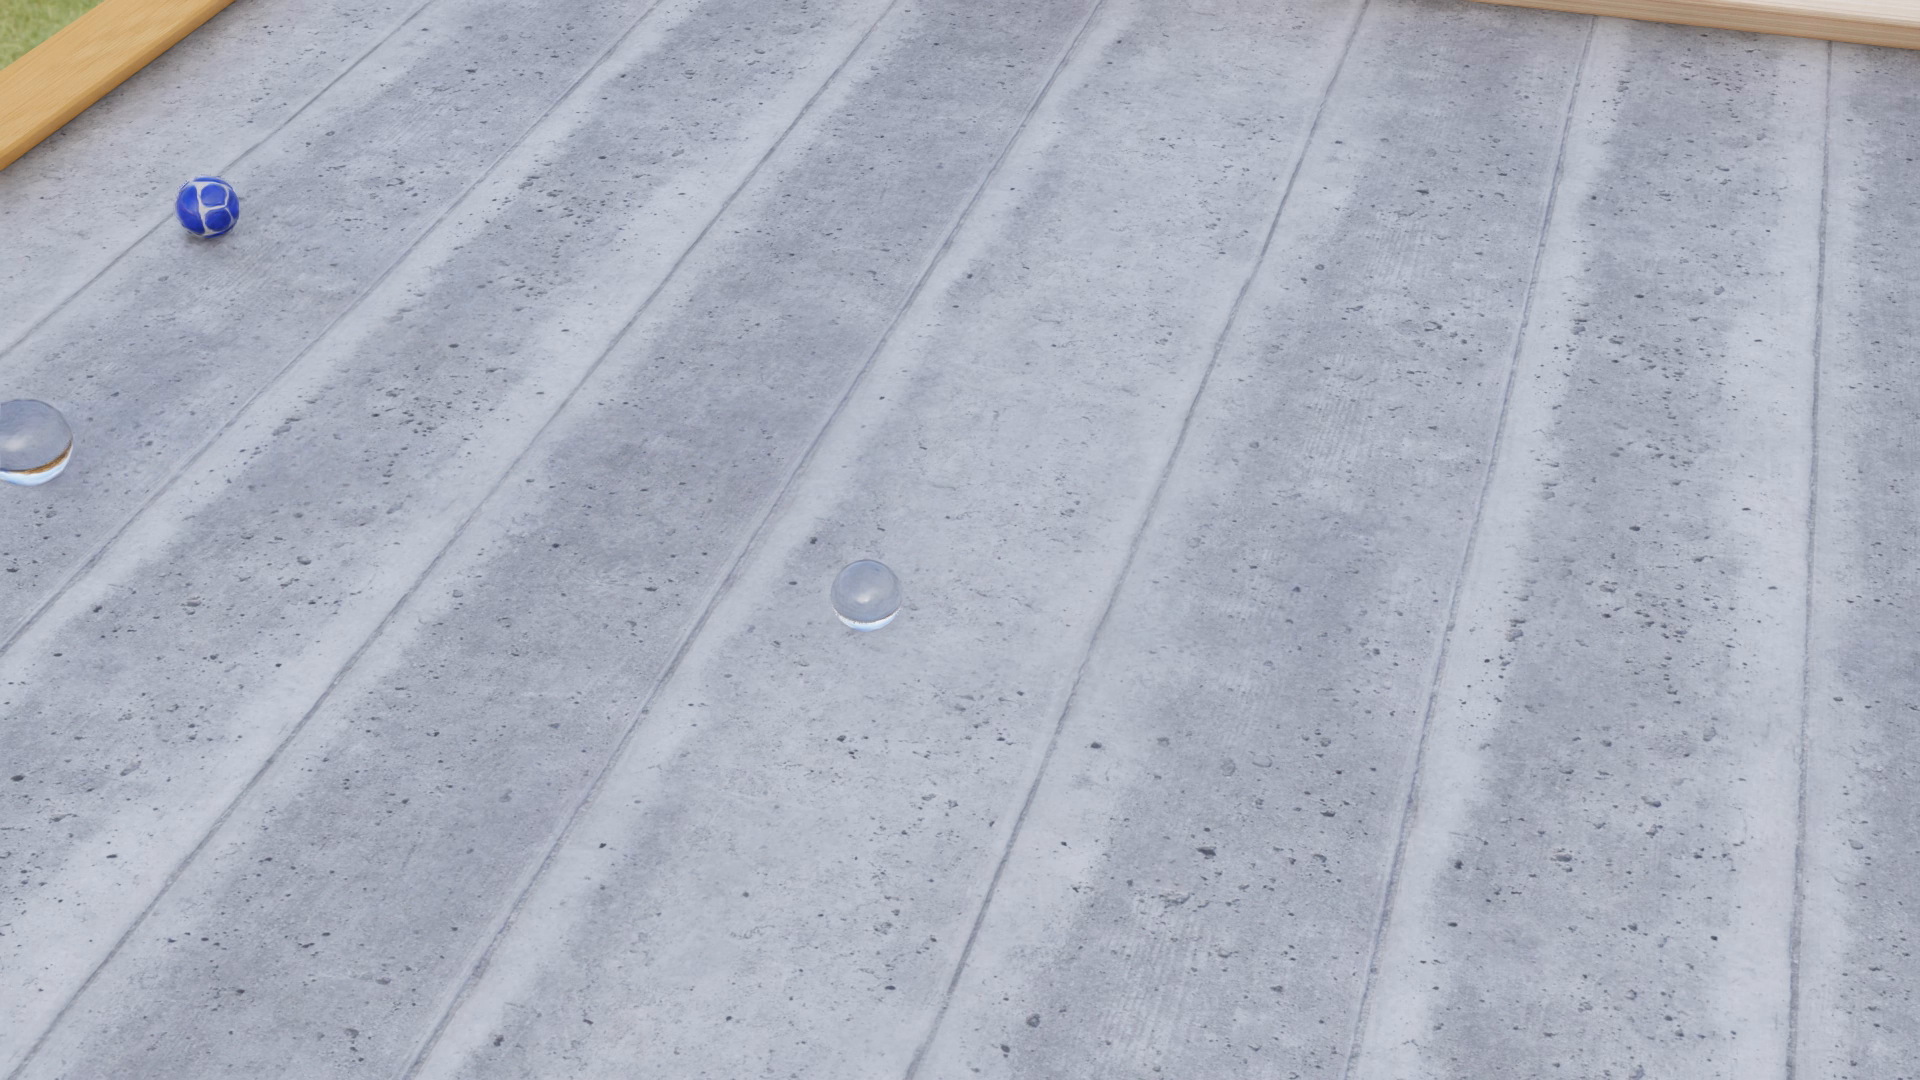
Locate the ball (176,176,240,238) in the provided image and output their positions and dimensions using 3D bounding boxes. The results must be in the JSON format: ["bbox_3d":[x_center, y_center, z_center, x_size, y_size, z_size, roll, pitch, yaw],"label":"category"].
[{"bbox_3d":[-0.696,-0.308,2.373,0.057,0.057,0.057,0,34,0],"label":"ball"}]

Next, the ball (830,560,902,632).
[{"bbox_3d":[-0.068,0.040,1.863,0.052,0.052,0.052,0,34,0],"label":"ball"}]

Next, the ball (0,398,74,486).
[{"bbox_3d":[-0.735,-0.077,2.022,0.069,0.069,0.069,0,34,0],"label":"ball"}]

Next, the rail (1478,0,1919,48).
[{"bbox_3d":[1.392,-0.489,2.610,4.377,0.090,0.045,9,35,14],"label":"rail"}]

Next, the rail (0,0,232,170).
[{"bbox_3d":[-1.026,-0.183,2.158,0.045,0.090,2.467,9,35,14],"label":"rail"}]
